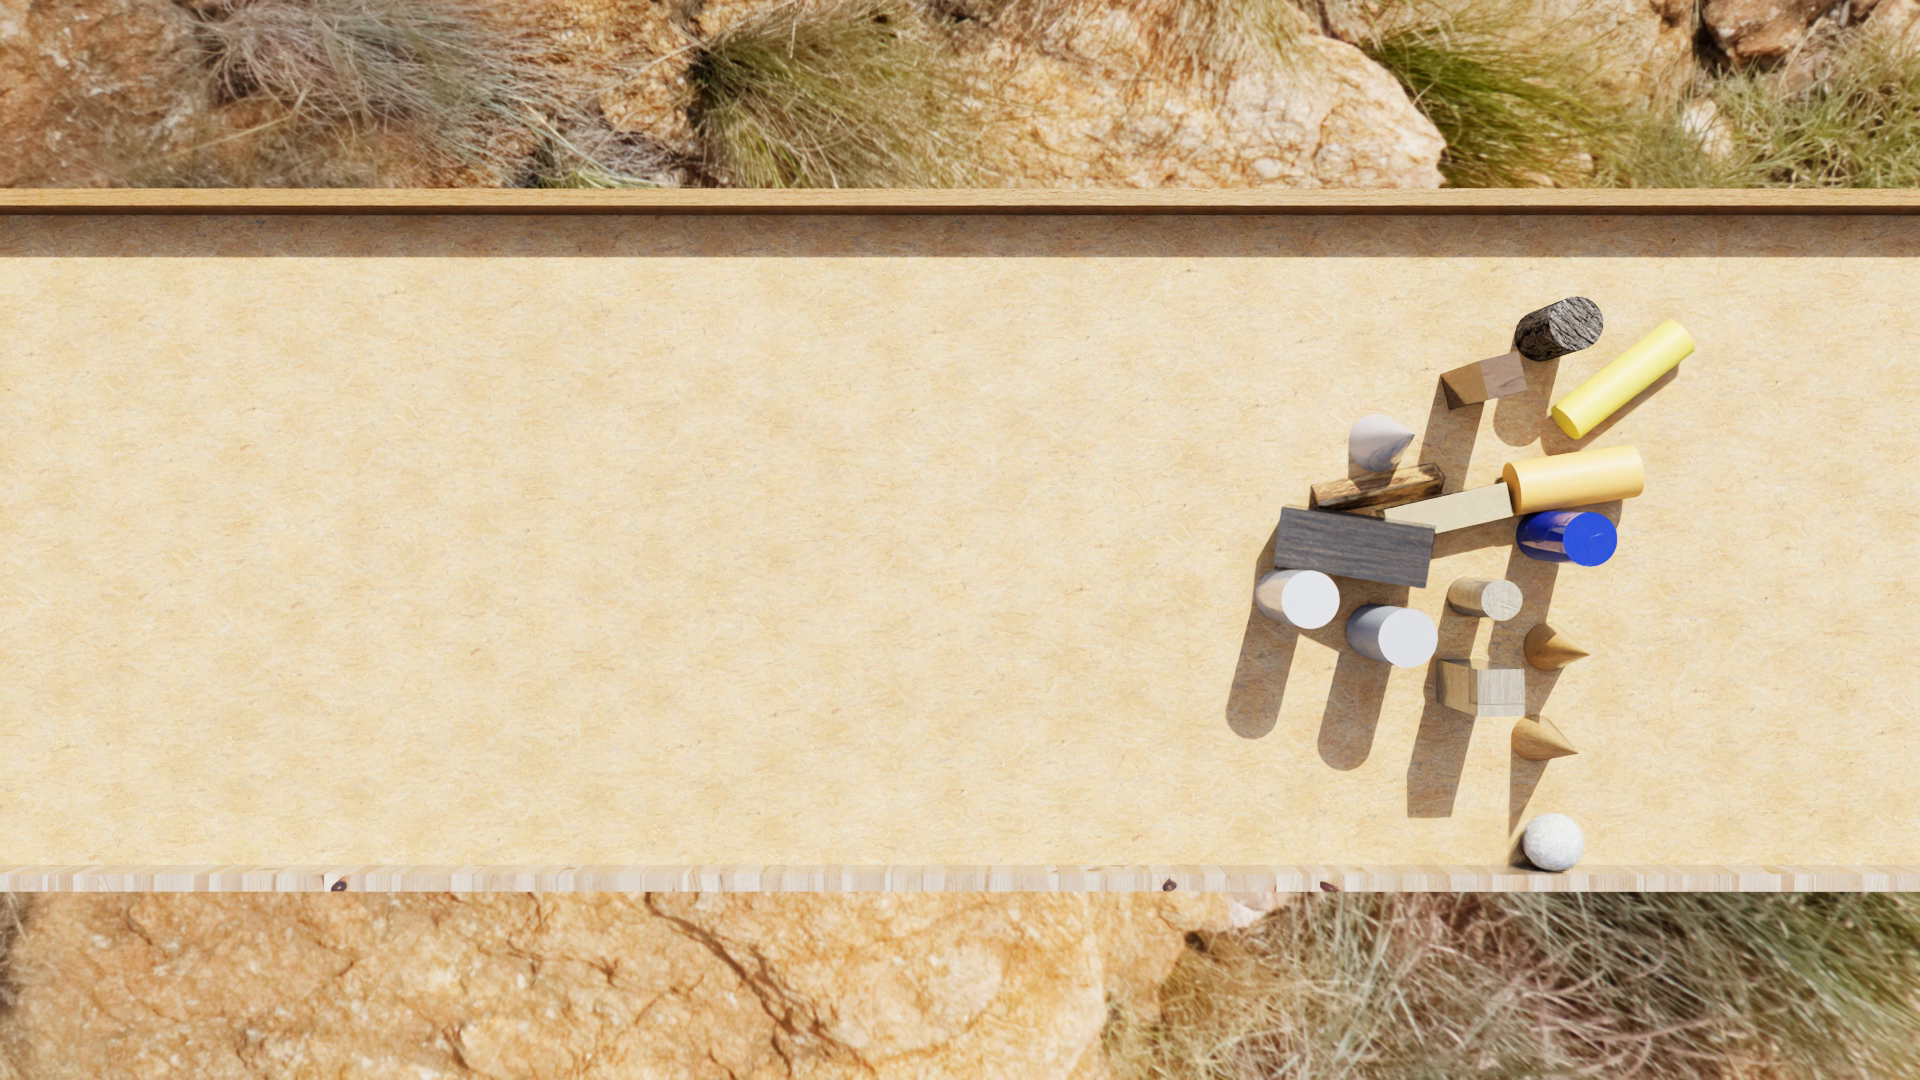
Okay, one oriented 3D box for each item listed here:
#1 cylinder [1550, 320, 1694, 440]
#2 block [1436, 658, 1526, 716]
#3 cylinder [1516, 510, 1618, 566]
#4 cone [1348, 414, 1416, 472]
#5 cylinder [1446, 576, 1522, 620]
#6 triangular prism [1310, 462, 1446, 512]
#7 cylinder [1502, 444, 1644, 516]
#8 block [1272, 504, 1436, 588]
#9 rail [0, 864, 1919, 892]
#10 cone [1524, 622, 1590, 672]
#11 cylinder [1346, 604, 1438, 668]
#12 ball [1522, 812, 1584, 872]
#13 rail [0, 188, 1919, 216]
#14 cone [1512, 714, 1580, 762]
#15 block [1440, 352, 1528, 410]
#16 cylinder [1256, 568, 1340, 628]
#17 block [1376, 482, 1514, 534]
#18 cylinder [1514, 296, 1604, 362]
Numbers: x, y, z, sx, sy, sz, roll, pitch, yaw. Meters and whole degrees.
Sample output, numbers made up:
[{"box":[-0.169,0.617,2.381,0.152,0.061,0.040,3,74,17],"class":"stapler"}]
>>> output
[{"box":[2.014,-0.487,5.014,0.437,0.125,0.125,-37,90,0],"class":"cylinder"},{"box":[1.532,0.433,4.873,0.133,0.407,0.133,-1,90,0],"class":"block"},{"box":[1.788,-0.008,4.877,0.155,0.393,0.155,0,92,0],"class":"cylinder"},{"box":[1.285,-0.299,4.863,0.180,0.427,0.180,0,90,0],"class":"cone"},{"box":[1.558,0.173,4.909,0.118,0.335,0.118,0,90,0],"class":"cylinder"},{"box":[1.279,-0.157,5.033,0.388,0.083,0.096,-10,90,0],"class":"triangular prism"},{"box":[1.854,-0.183,4.995,0.370,0.163,0.163,-9,90,0],"class":"cylinder"},{"box":[1.178,0.015,4.919,0.442,0.176,0.176,9,97,17],"class":"block"},{"box":[-2.247,1.025,5.001,12.000,0.150,0.050,0,90,0],"class":"rail"},{"box":[1.809,0.329,4.902,0.151,0.348,0.151,0,90,0],"class":"cone"},{"box":[1.271,0.279,4.877,0.168,0.399,0.168,0,90,0],"class":"cylinder"},{"box":[1.793,0.913,4.989,0.174,0.174,0.174,0,90,0],"class":"ball"},{"box":[-2.247,-1.025,5.002,12.000,0.150,0.050,0,90,0],"class":"rail"},{"box":[1.768,0.609,4.891,0.145,0.370,0.145,0,90,0],"class":"cone"},{"box":[1.547,-0.469,4.886,0.115,0.381,0.115,-14,90,0],"class":"block"},{"box":[0.991,0.169,4.868,0.164,0.417,0.164,0,90,0],"class":"cylinder"},{"box":[1.474,-0.082,5.024,0.377,0.104,0.104,-13,90,0],"class":"block"},{"box":[1.785,-0.627,4.926,0.157,0.302,0.157,0,90,0],"class":"cylinder"}]
